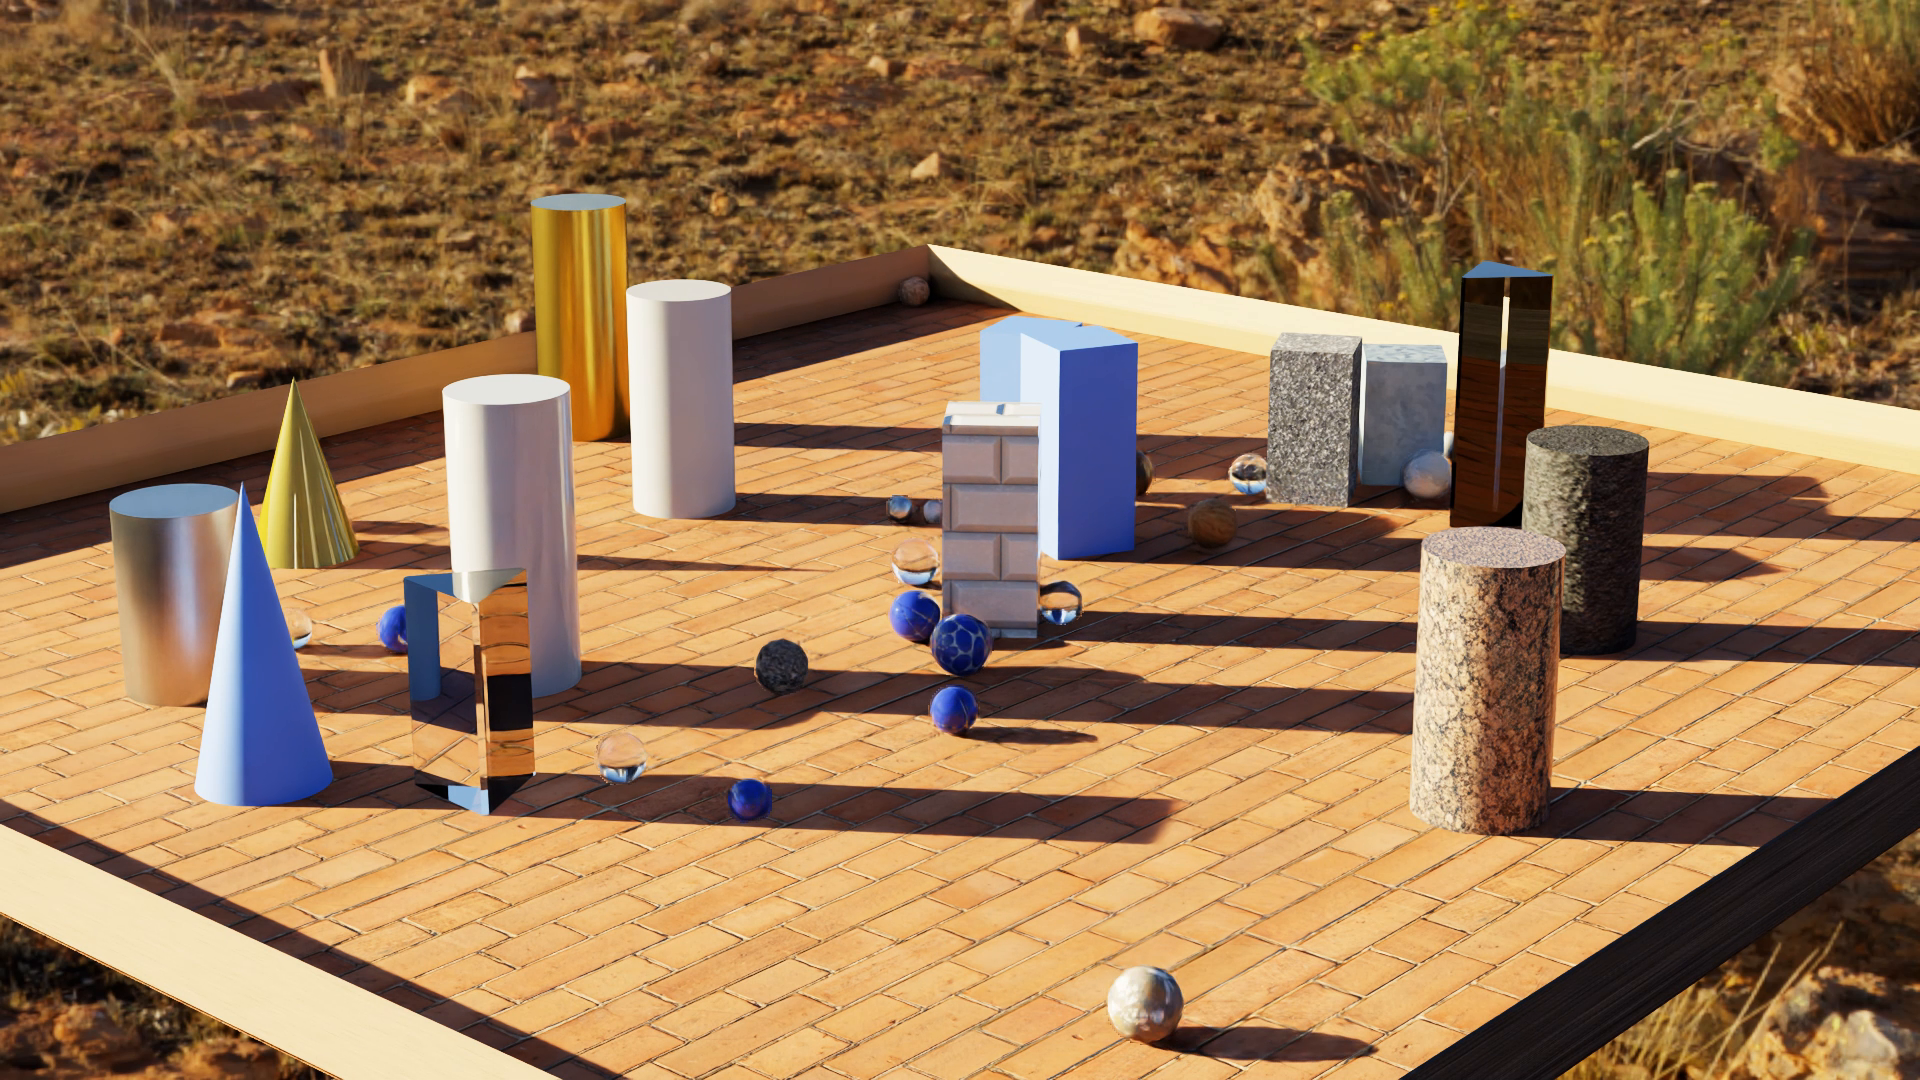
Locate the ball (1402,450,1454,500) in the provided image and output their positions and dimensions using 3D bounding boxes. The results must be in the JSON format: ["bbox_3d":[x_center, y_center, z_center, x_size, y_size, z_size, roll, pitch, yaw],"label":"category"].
[{"bbox_3d":[0.909,-0.125,5.698,0.098,0.098,0.098,0,17,0],"label":"ball"}]

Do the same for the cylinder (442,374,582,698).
[{"bbox_3d":[-0.707,-0.006,4.644,0.197,0.479,0.197,0,17,0],"label":"cylinder"}]

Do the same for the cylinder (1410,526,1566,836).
[{"bbox_3d":[0.740,0.196,4.124,0.197,0.391,0.197,0,17,0],"label":"cylinder"}]

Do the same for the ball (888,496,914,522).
[{"bbox_3d":[-0.113,-0.058,5.558,0.050,0.050,0.050,0,17,0],"label":"ball"}]

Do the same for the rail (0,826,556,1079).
[{"bbox_3d":[-1.200,0.431,3.797,3.439,0.128,0.045,14,22,39],"label":"rail"}]

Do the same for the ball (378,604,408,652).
[{"bbox_3d":[-0.918,0.146,4.831,0.079,0.079,0.079,0,17,0],"label":"ball"}]

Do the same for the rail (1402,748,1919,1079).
[{"bbox_3d":[1.280,0.353,4.055,0.045,0.128,3.707,14,22,39],"label":"rail"}]

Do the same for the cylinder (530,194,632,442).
[{"bbox_3d":[-0.792,-0.468,6.158,0.197,0.489,0.197,0,17,0],"label":"cylinder"}]

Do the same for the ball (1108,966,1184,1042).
[{"bbox_3d":[0.220,0.549,3.474,0.090,0.090,0.090,0,17,0],"label":"ball"}]

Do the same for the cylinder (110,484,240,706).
[{"bbox_3d":[-1.230,0.085,4.637,0.197,0.307,0.197,0,17,0],"label":"cylinder"}]

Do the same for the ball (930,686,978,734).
[{"bbox_3d":[-0.009,0.259,4.466,0.073,0.073,0.073,0,17,0],"label":"ball"}]

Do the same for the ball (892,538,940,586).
[{"bbox_3d":[-0.078,0.039,5.179,0.084,0.084,0.084,0,17,0],"label":"ball"}]

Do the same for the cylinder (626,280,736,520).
[{"bbox_3d":[-0.533,-0.271,5.617,0.197,0.423,0.197,0,17,0],"label":"cylinder"}]

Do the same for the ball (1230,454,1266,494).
[{"bbox_3d":[0.568,-0.129,5.742,0.080,0.080,0.080,0,17,0],"label":"ball"}]

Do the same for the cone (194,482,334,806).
[{"bbox_3d":[-1.016,0.134,4.217,0.197,0.456,0.197,0,17,0],"label":"cone"}]

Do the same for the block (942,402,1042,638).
[{"bbox_3d":[0.055,-0.035,4.935,0.158,0.367,0.158,1,17,3],"label":"block"}]

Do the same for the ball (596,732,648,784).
[{"bbox_3d":[-0.493,0.317,4.272,0.074,0.074,0.074,0,17,0],"label":"ball"}]

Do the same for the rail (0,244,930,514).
[{"bbox_3d":[-1.280,-0.289,6.184,0.045,0.128,3.707,14,22,39],"label":"rail"}]

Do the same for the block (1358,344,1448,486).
[{"bbox_3d":[0.881,-0.251,5.849,0.158,0.251,0.158,1,17,4],"label":"block"}]

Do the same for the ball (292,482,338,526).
[{"bbox_3d":[-1.218,-0.068,5.532,0.084,0.084,0.084,0,17,0],"label":"ball"}]

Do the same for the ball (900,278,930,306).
[{"bbox_3d":[-0.113,-0.627,7.406,0.074,0.074,0.074,0,17,0],"label":"ball"}]

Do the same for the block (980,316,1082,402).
[{"bbox_3d":[0.145,-0.295,5.943,0.158,0.281,0.158,7,18,23],"label":"block"}]

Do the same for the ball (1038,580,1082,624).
[{"bbox_3d":[0.171,0.106,4.973,0.075,0.075,0.075,0,17,0],"label":"ball"}]

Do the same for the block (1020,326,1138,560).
[{"bbox_3d":[0.216,-0.180,5.372,0.158,0.391,0.158,-7,18,-23],"label":"block"}]

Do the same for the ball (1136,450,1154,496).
[{"bbox_3d":[0.329,-0.130,5.716,0.097,0.097,0.097,0,17,0],"label":"ball"}]

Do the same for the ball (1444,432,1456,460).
[{"bbox_3d":[0.999,-0.191,5.986,0.058,0.058,0.058,0,17,0],"label":"ball"}]

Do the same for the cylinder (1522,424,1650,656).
[{"bbox_3d":[1.032,-0.001,4.867,0.197,0.341,0.197,0,17,0],"label":"cylinder"}]

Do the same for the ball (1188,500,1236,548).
[{"bbox_3d":[0.463,-0.029,5.392,0.091,0.091,0.091,0,17,0],"label":"ball"}]

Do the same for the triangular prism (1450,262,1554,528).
[{"bbox_3d":[1.003,-0.278,5.543,0.171,0.479,0.148,-2,17,-6],"label":"triangular prism"}]

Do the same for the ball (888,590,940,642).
[{"bbox_3d":[-0.076,0.126,4.887,0.086,0.086,0.086,0,17,0],"label":"ball"}]

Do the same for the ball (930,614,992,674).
[{"bbox_3d":[0.001,0.168,4.724,0.099,0.099,0.099,0,17,0],"label":"ball"}]

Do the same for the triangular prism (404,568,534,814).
[{"bbox_3d":[-0.680,0.207,4.220,0.148,0.316,0.171,-16,23,-42],"label":"triangular prism"}]

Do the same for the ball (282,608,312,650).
[{"bbox_3d":[-1.106,0.147,4.846,0.068,0.068,0.068,0,17,0],"label":"ball"}]

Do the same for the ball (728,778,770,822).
[{"bbox_3d":[-0.297,0.366,4.133,0.061,0.061,0.061,0,17,0],"label":"ball"}]

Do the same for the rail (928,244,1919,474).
[{"bbox_3d":[1.200,-0.367,6.443,3.439,0.128,0.045,14,22,39],"label":"rail"}]

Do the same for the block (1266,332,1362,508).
[{"bbox_3d":[0.690,-0.235,5.707,0.158,0.304,0.158,4,17,13],"label":"block"}]

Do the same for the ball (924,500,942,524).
[{"bbox_3d":[-0.047,-0.054,5.555,0.045,0.045,0.045,0,17,0],"label":"ball"}]

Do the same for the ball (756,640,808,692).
[{"bbox_3d":[-0.282,0.200,4.643,0.085,0.085,0.085,0,17,0],"label":"ball"}]

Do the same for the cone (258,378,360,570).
[{"bbox_3d":[-1.199,-0.136,5.325,0.197,0.333,0.197,0,17,0],"label":"cone"}]
